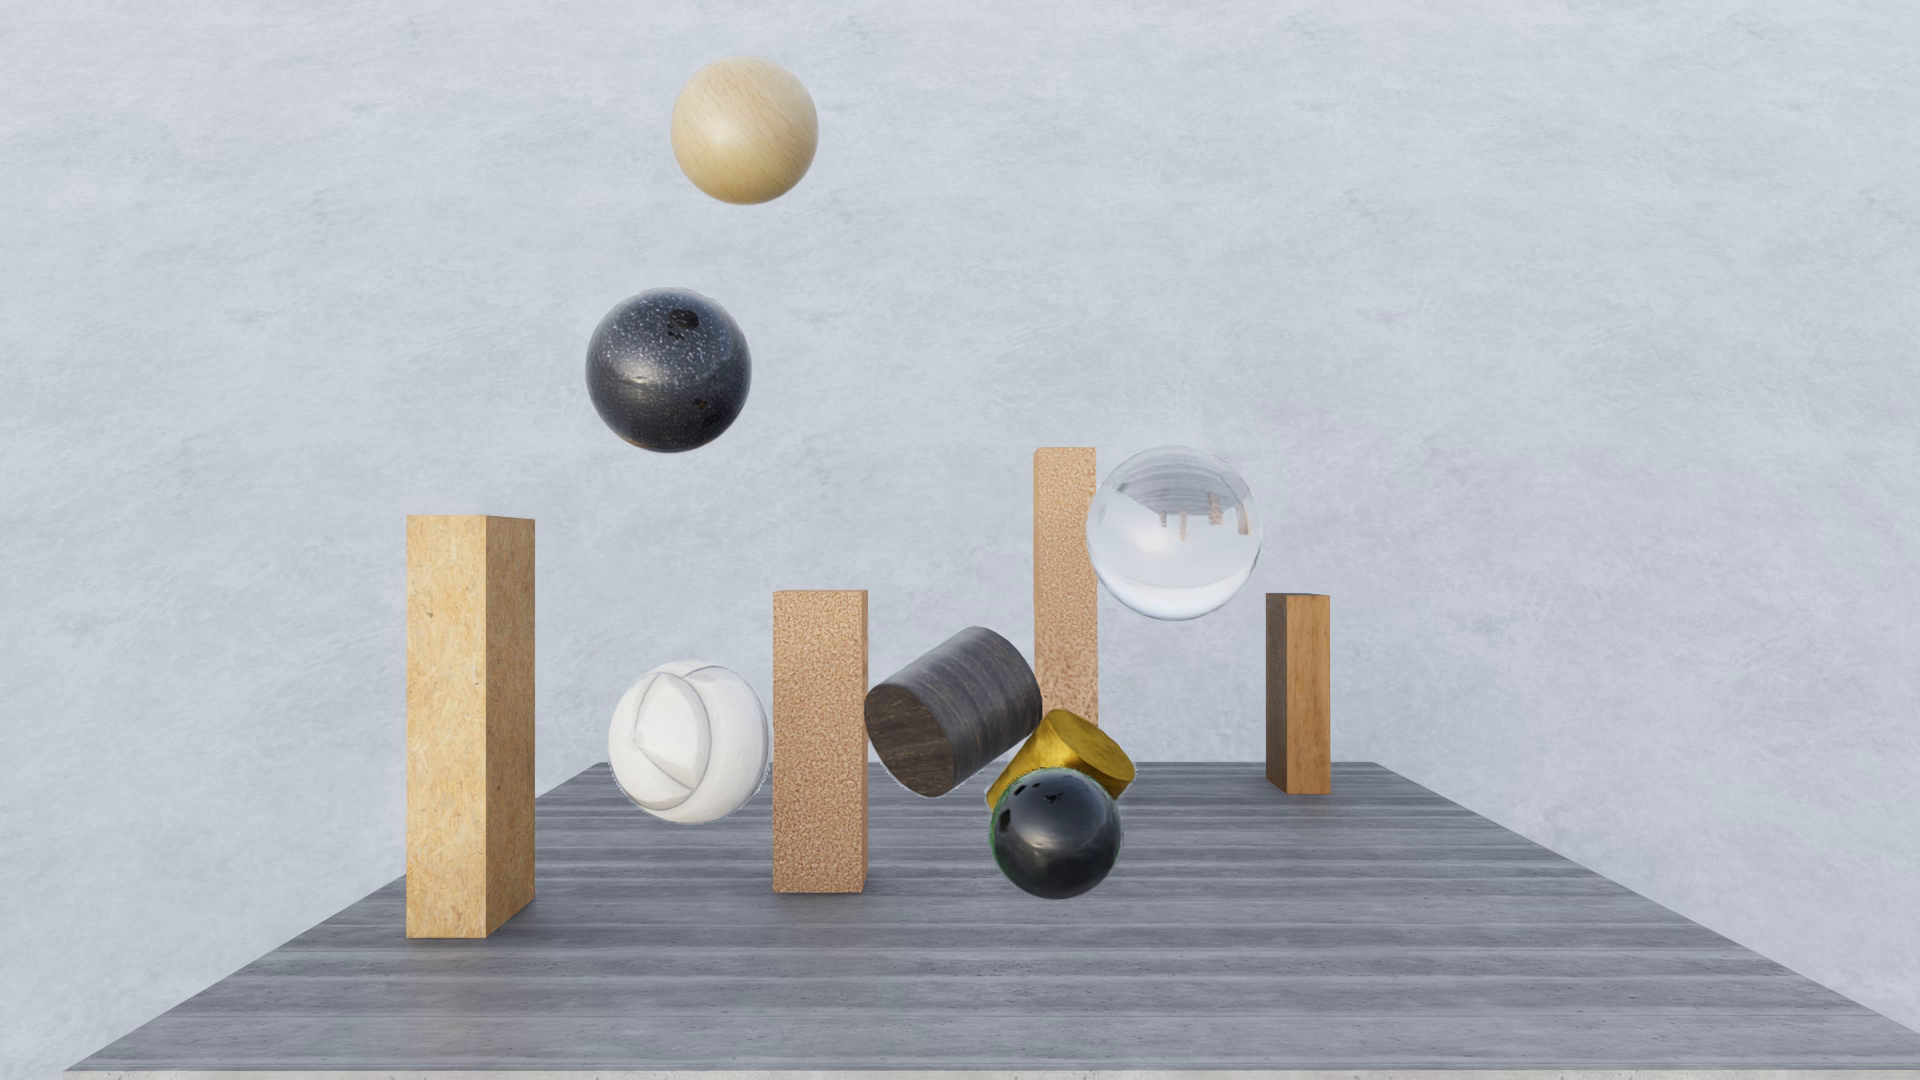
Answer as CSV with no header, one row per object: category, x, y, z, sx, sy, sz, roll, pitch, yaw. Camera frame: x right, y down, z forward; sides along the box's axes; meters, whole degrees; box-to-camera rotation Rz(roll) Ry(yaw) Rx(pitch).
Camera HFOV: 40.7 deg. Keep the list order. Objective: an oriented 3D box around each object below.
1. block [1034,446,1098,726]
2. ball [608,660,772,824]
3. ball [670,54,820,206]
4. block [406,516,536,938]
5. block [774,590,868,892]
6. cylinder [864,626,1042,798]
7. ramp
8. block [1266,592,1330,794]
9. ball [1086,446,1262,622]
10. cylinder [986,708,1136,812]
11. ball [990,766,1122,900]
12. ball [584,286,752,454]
block,0.234,0.184,5.806,0.126,0.768,0.423,0,0,0
ball,-0.270,0.202,2.599,0.164,0.164,0.164,0,31,0
ball,-0.227,-0.431,2.725,0.157,0.157,0.157,0,31,0
block,-0.718,0.262,3.830,0.111,0.590,0.422,0,0,0
block,-0.226,0.321,4.245,0.141,0.476,0.280,0,0,0
cylinder,-0.008,0.194,2.935,0.144,0.144,0.144,27,44,37
ramp,0.069,0.612,4.683,2.000,0.100,4.000,0,0,0
block,0.780,0.347,5.991,0.097,0.443,0.400,0,0,0
ball,0.215,-0.007,2.602,0.177,0.177,0.177,0,31,0
cylinder,0.103,0.249,2.644,0.109,0.109,0.109,33,17,-12
ball,0.094,0.286,2.531,0.130,0.130,0.130,0,31,0
ball,-0.319,-0.186,2.841,0.184,0.184,0.184,0,31,0
